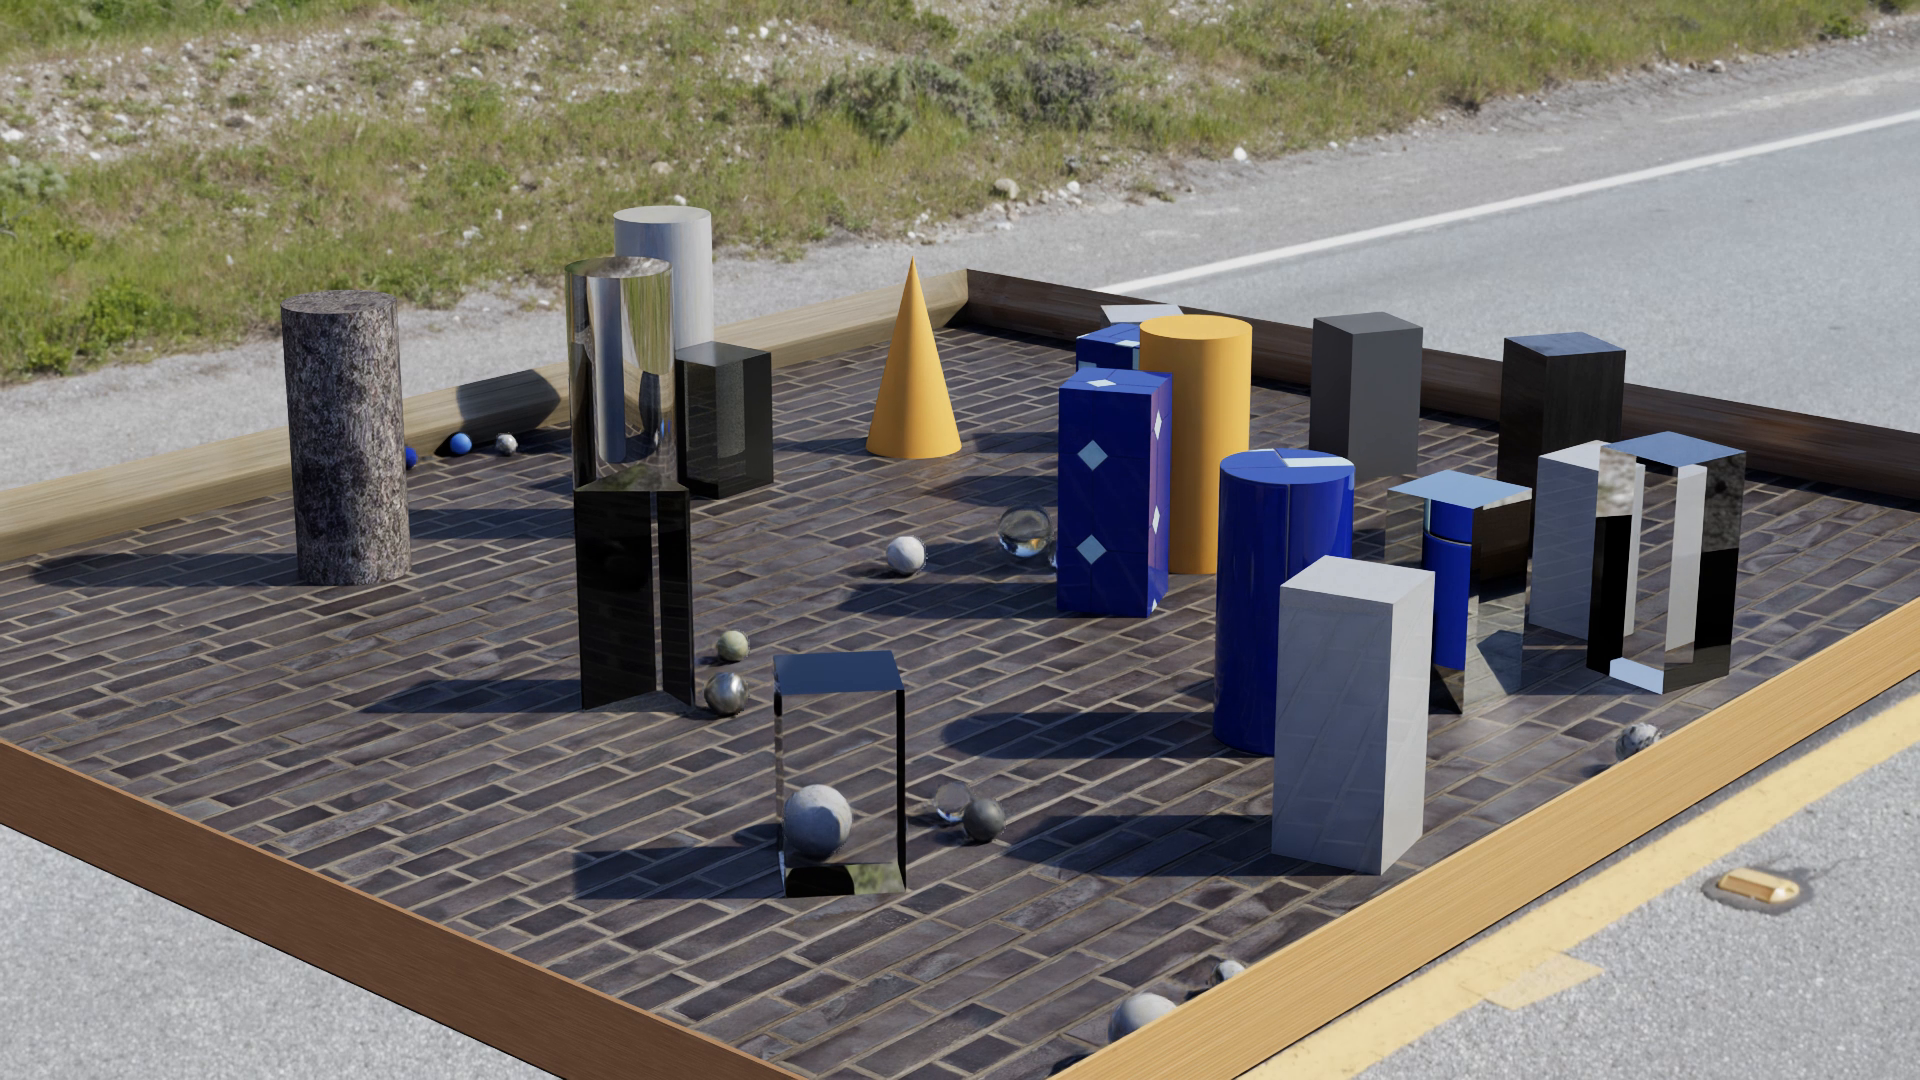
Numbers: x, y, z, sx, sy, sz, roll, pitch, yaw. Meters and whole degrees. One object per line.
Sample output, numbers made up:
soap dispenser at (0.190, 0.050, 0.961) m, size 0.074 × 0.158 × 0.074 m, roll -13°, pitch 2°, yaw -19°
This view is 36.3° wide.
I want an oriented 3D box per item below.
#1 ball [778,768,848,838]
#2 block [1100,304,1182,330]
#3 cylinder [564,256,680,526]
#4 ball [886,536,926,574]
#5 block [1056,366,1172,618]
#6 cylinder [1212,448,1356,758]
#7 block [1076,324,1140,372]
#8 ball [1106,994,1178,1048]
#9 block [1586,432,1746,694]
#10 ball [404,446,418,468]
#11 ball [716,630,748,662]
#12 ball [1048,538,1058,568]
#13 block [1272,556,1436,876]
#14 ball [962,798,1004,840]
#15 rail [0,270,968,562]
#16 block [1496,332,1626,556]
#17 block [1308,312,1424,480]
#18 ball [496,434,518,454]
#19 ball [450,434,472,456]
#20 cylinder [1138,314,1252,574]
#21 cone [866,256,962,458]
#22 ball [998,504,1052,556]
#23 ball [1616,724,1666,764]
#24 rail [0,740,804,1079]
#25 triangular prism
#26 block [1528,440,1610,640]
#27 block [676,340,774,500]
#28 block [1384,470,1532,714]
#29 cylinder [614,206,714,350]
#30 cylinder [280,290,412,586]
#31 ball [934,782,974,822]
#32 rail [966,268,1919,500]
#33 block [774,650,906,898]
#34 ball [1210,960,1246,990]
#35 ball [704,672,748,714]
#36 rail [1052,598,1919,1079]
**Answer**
ball at (-0.204, 0.366, 4.072) m, size 0.097 × 0.097 × 0.097 m, roll 0°, pitch 17°, yaw 0°
block at (0.380, -0.337, 6.097) m, size 0.160 × 0.276 × 0.160 m, roll -1°, pitch 17°, yaw -4°
cylinder at (-0.631, -0.268, 5.491) m, size 0.200 × 0.494 × 0.200 m, roll 0°, pitch 17°, yaw 0°
ball at (-0.097, 0.027, 5.246) m, size 0.069 × 0.069 × 0.069 m, roll 0°, pitch 17°, yaw 0°
block at (0.267, -0.084, 5.052) m, size 0.160 × 0.393 × 0.160 m, roll 5°, pitch 17°, yaw 16°
cylinder at (0.486, 0.093, 4.411) m, size 0.200 × 0.424 × 0.200 m, roll 0°, pitch 17°, yaw 0°
block at (0.337, -0.247, 5.734) m, size 0.160 × 0.313 × 0.160 m, roll 12°, pitch 20°, yaw 34°
ball at (0.217, 0.572, 3.394) m, size 0.094 × 0.094 × 0.094 m, roll 0°, pitch 17°, yaw 0°
block at (1.130, 0.034, 4.696) m, size 0.160 × 0.373 × 0.160 m, roll -12°, pitch 20°, yaw -34°
ball at (-1.121, -0.167, 5.932) m, size 0.045 × 0.045 × 0.045 m, roll 0°, pitch 17°, yaw 0°
ball at (-0.372, 0.173, 4.793) m, size 0.051 × 0.051 × 0.051 m, roll 0°, pitch 17°, yaw 0°
ball at (0.187, 0.024, 5.273) m, size 0.060 × 0.060 × 0.060 m, roll 0°, pitch 17°, yaw 0°
block at (0.536, 0.237, 4.002) m, size 0.160 × 0.385 × 0.160 m, roll 9°, pitch 19°, yaw 27°
ball at (0.032, 0.388, 4.068) m, size 0.058 × 0.058 × 0.058 m, roll 0°, pitch 17°, yaw 0°
rail at (-1.069, -0.235, 6.009) m, size 0.045 × 0.130 × 3.365 m, roll 14°, pitch 22°, yaw 39°
block at (1.098, -0.175, 5.381) m, size 0.160 × 0.379 × 0.160 m, roll -5°, pitch 18°, yaw -17°
block at (0.815, -0.291, 5.902) m, size 0.160 × 0.300 × 0.160 m, roll -7°, pitch 18°, yaw -21°
ball at (-0.934, -0.197, 6.038) m, size 0.043 × 0.043 × 0.043 m, roll 0°, pitch 17°, yaw 0°
ball at (-1.029, -0.197, 6.033) m, size 0.045 × 0.045 × 0.045 m, roll 0°, pitch 17°, yaw 0°
cylinder at (0.420, -0.174, 5.285) m, size 0.200 × 0.431 × 0.200 m, roll 0°, pitch 17°, yaw 0°
cone at (-0.097, -0.389, 6.046) m, size 0.200 × 0.405 × 0.200 m, roll 0°, pitch 17°, yaw 0°
ball at (0.118, -0.018, 5.347) m, size 0.098 × 0.098 × 0.098 m, roll 0°, pitch 17°, yaw 0°
ball at (1.002, 0.307, 4.306) m, size 0.075 × 0.075 × 0.075 m, roll 0°, pitch 17°, yaw 0°
rail at (-1.088, 0.394, 3.920) m, size 2.880 × 0.130 × 0.045 m, roll 14°, pitch 22°, yaw 39°
triangular prism at (-0.503, 0.074, 4.591) m, size 0.173 × 0.358 × 0.150 m, roll 0°, pitch 17°, yaw -1°
block at (1.080, 0.002, 4.940) m, size 0.160 × 0.293 × 0.160 m, roll -14°, pitch 22°, yaw -40°
block at (-0.483, -0.238, 5.785) m, size 0.160 × 0.266 × 0.160 m, roll 13°, pitch 21°, yaw 37°
block at (0.779, 0.079, 4.616) m, size 0.160 × 0.333 × 0.160 m, roll 15°, pitch 23°, yaw 42°
cylinder at (-0.610, -0.438, 6.077) m, size 0.200 × 0.480 × 0.200 m, roll 0°, pitch 17°, yaw 0°
cylinder at (-1.089, -0.183, 5.211) m, size 0.200 × 0.492 × 0.200 m, roll 0°, pitch 17°, yaw 0°
ball at (-0.008, 0.369, 4.133) m, size 0.056 × 0.056 × 0.056 m, roll 0°, pitch 17°, yaw 0°
rail at (1.088, -0.329, 6.319) m, size 2.880 × 0.130 × 0.045 m, roll 14°, pitch 22°, yaw 39°
block at (-0.162, 0.312, 3.926) m, size 0.160 × 0.286 × 0.160 m, roll -2°, pitch 17°, yaw -7°
ball at (0.330, 0.538, 3.587) m, size 0.047 × 0.047 × 0.047 m, roll 0°, pitch 17°, yaw 0°
ball at (-0.364, 0.237, 4.553) m, size 0.066 × 0.066 × 0.066 m, roll 0°, pitch 17°, yaw 0°
rail at (1.069, 0.300, 4.231) m, size 0.045 × 0.130 × 3.365 m, roll 14°, pitch 22°, yaw 39°
